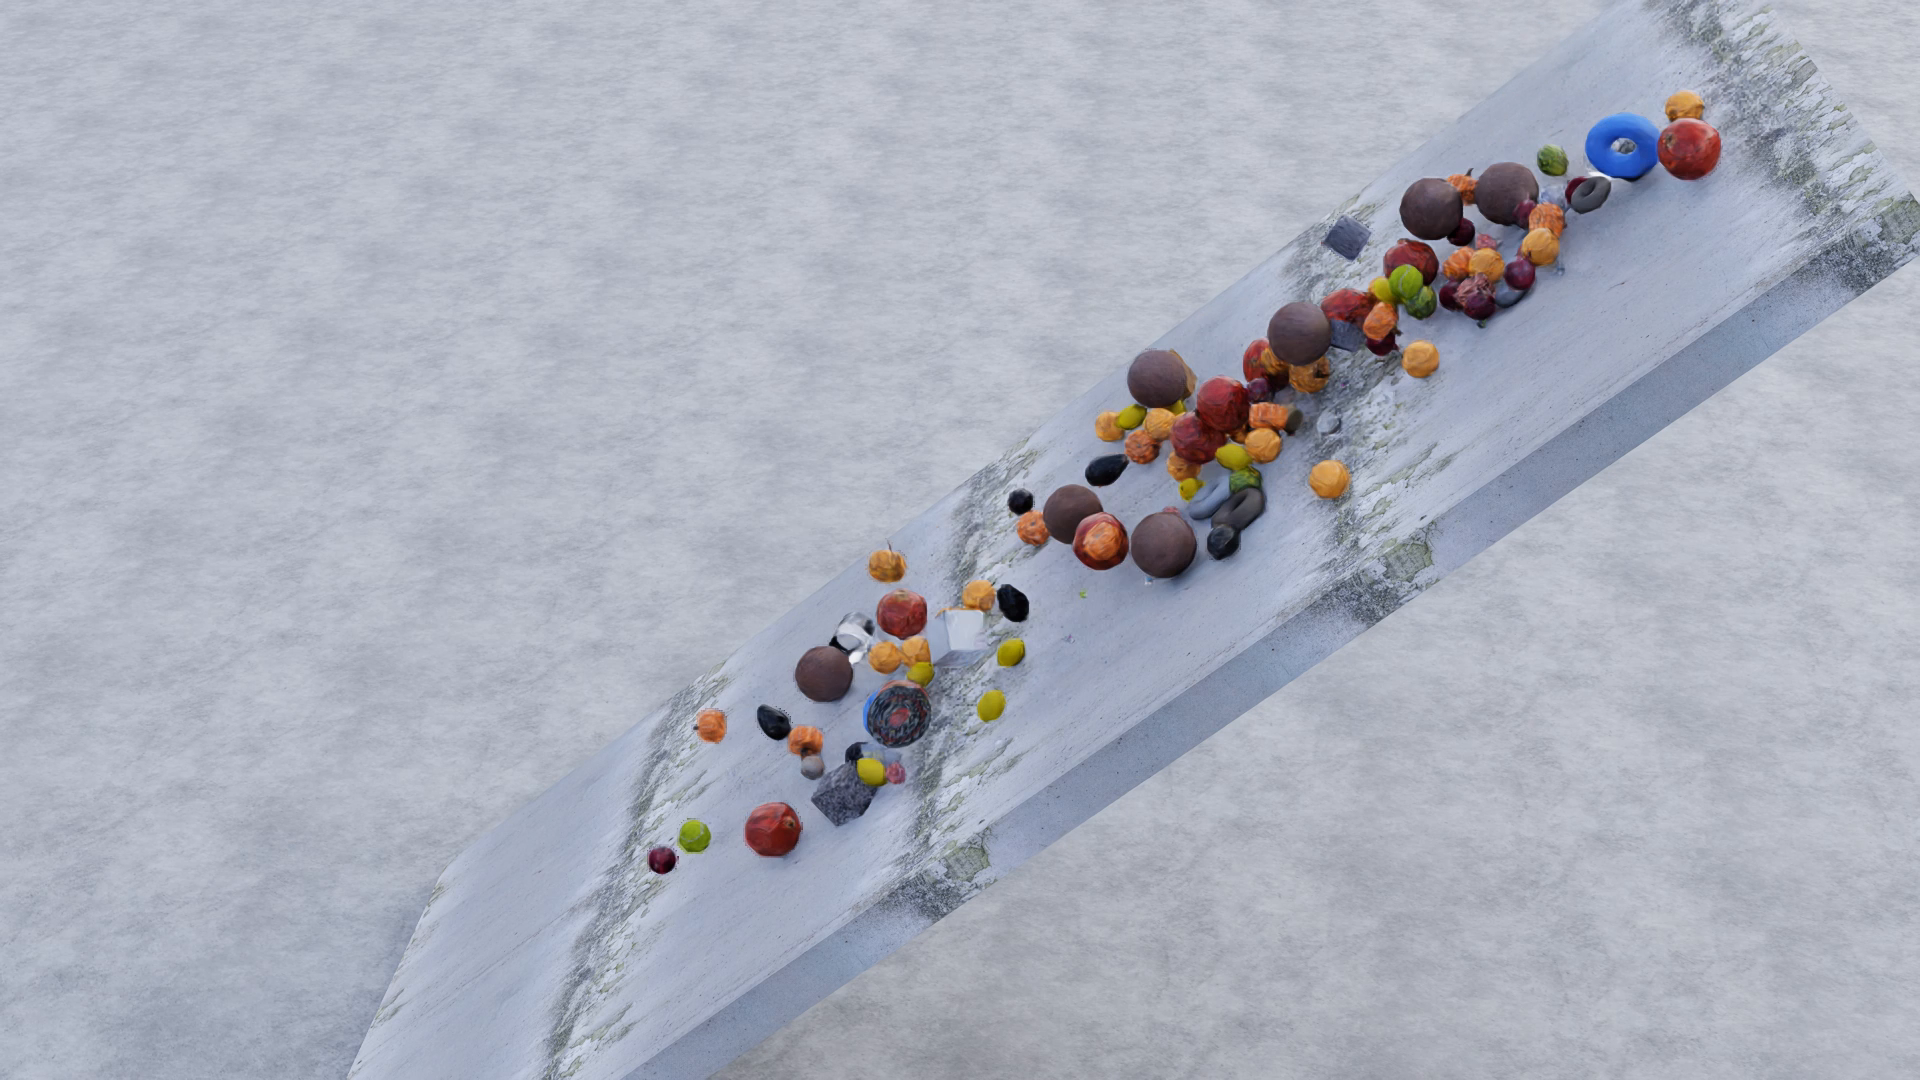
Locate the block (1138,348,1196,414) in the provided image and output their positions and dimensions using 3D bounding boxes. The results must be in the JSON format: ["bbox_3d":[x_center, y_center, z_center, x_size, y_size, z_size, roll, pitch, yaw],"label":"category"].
[{"bbox_3d":[0.467,-0.357,6.630,0.090,0.090,0.090,-34,17,26],"label":"block"}]

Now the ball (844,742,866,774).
[{"bbox_3d":[-0.205,0.451,6.085,0.068,0.068,0.068,0,24,0],"label":"ball"}]

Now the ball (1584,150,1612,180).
[{"bbox_3d":[1.272,-0.752,5.799,0.084,0.084,0.084,0,24,0],"label":"ball"}]

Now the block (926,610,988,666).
[{"bbox_3d":[-0.006,0.200,5.993,0.086,0.086,0.086,2,64,-27],"label":"block"}]

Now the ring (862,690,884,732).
[{"bbox_3d":[-0.172,0.365,6.240,0.032,0.097,0.097,20,11,-34],"label":"ring"}]

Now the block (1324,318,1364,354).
[{"bbox_3d":[0.776,-0.412,5.944,0.051,0.051,0.051,17,2,-43],"label":"block"}]

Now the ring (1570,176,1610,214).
[{"bbox_3d":[1.205,-0.660,5.620,0.087,0.029,0.087,-36,27,22],"label":"ring"}]

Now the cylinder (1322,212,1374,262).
[{"bbox_3d":[0.822,-0.640,6.234,0.076,0.076,0.076,39,32,3],"label":"cylinder"}]

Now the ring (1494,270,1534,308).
[{"bbox_3d":[1.065,-0.482,5.655,0.030,0.089,0.089,42,22,-12],"label":"ring"}]

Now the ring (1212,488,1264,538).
[{"bbox_3d":[0.542,-0.053,5.729,0.121,0.040,0.121,-39,15,12],"label":"ring"}]

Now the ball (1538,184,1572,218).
[{"bbox_3d":[1.172,-0.670,5.800,0.067,0.067,0.067,0,24,0],"label":"ball"}]

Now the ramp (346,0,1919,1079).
[{"bbox_3d":[0.119,0.186,6.343,4.000,0.100,2.000,-36,16,18],"label":"ramp"}]

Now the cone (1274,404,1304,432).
[{"bbox_3d":[0.666,-0.253,5.878,0.060,0.060,0.060,-5,-15,-11],"label":"cone"}]

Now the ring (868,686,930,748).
[{"bbox_3d":[-0.118,0.345,5.735,0.131,0.131,0.044,-8,25,-18],"label":"ring"}]

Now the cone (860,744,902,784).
[{"bbox_3d":[-0.172,0.472,5.999,0.090,0.090,0.090,14,-14,4],"label":"cone"}]

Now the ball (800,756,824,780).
[{"bbox_3d":[-0.316,0.485,6.283,0.052,0.052,0.052,0,24,0],"label":"ball"}]

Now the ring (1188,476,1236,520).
[{"bbox_3d":[0.506,-0.085,5.900,0.115,0.038,0.115,-38,14,12],"label":"ring"}]

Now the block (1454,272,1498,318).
[{"bbox_3d":[1.008,-0.479,5.745,0.054,0.054,0.054,-25,22,45],"label":"block"}]

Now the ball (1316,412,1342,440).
[{"bbox_3d":[0.720,-0.223,5.738,0.053,0.053,0.053,0,24,0],"label":"ball"}]

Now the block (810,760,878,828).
[{"bbox_3d":[-0.234,0.514,5.956,0.082,0.082,0.082,-30,19,36],"label":"block"}]
